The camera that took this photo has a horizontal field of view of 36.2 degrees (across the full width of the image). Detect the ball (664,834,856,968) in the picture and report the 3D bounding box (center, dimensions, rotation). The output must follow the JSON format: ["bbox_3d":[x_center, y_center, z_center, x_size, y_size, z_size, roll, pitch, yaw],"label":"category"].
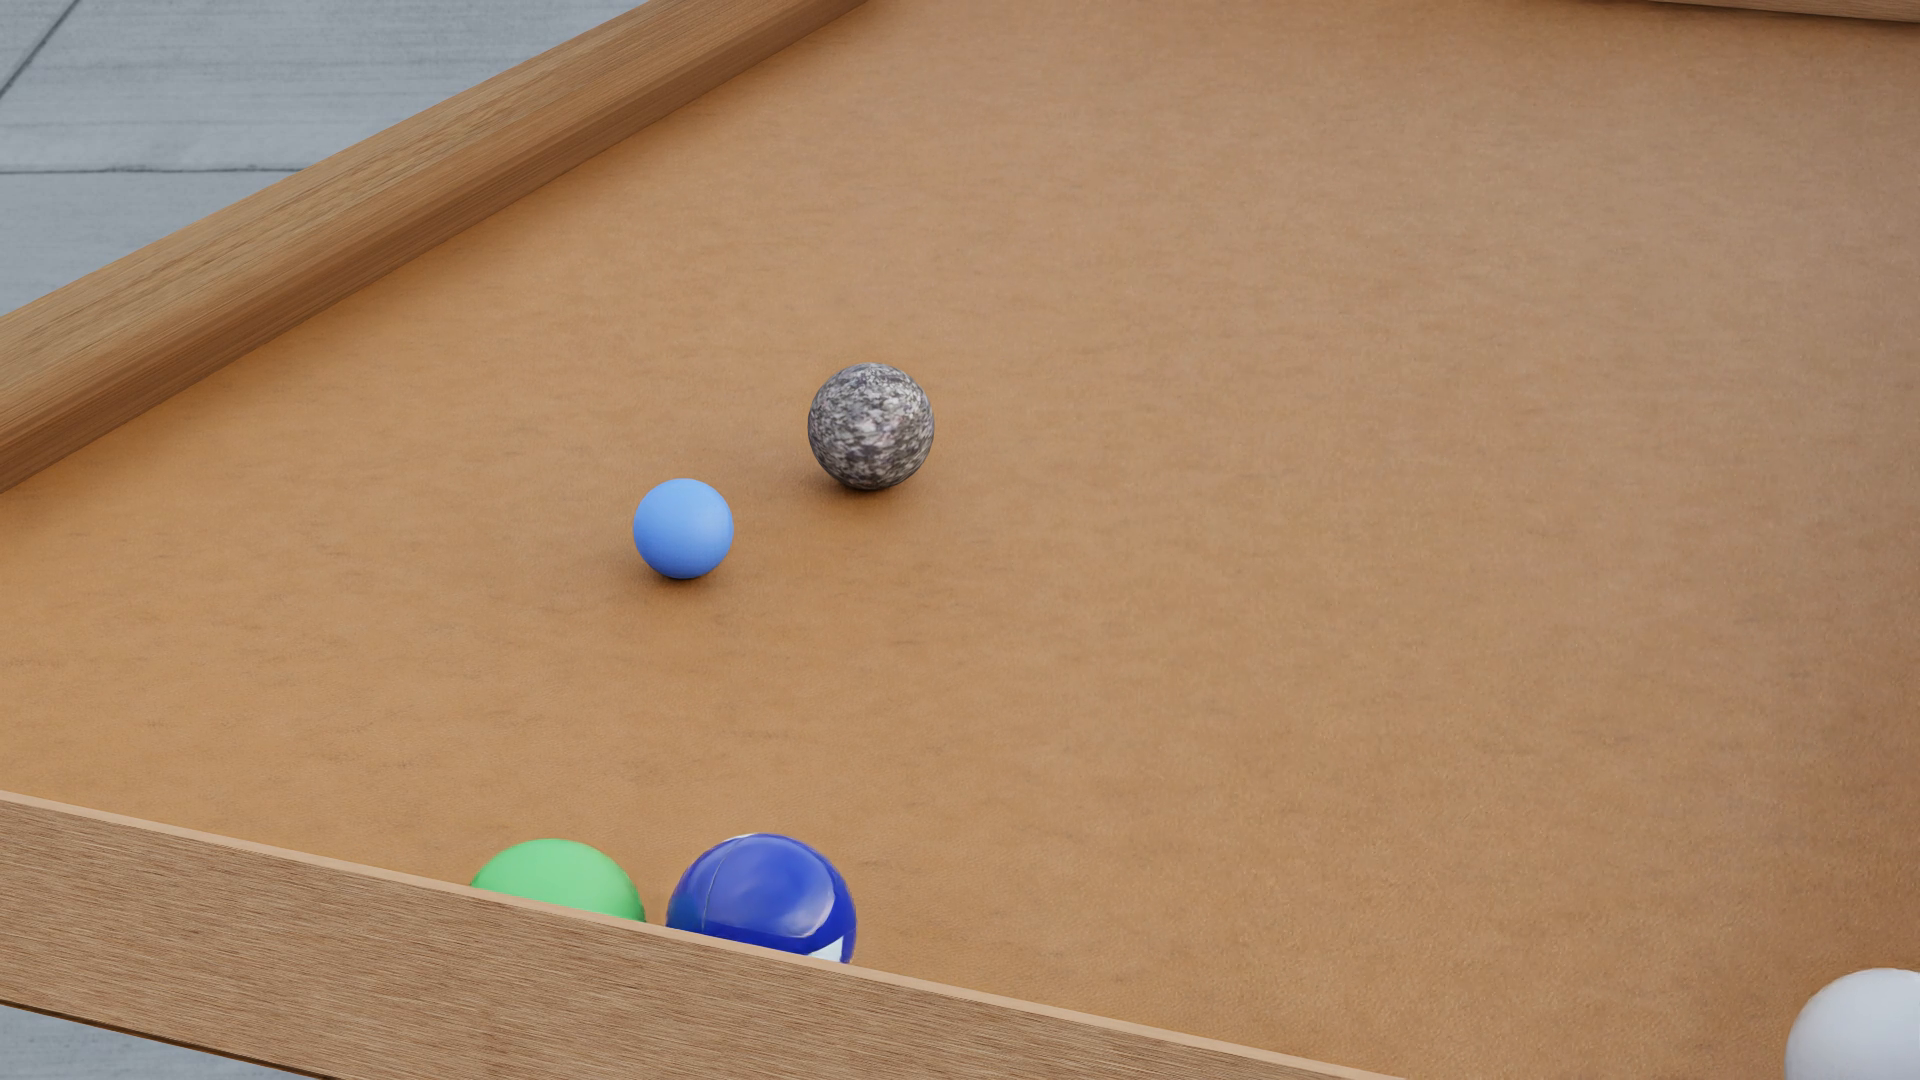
[{"bbox_3d":[-0.101,0.197,1.494,0.097,0.097,0.097,0,24,0],"label":"ball"}]

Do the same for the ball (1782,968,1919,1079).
[{"bbox_3d":[0.435,0.249,1.377,0.096,0.096,0.096,0,24,0],"label":"ball"}]

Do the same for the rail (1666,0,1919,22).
[{"bbox_3d":[0.674,-0.726,3.568,1.445,0.126,0.045,9,25,19],"label":"rail"}]

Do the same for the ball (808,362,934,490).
[{"bbox_3d":[-0.065,-0.083,2.140,0.093,0.093,0.093,0,24,0],"label":"ball"}]

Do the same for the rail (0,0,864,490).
[{"bbox_3d":[-0.426,-0.356,2.721,0.045,0.126,2.557,9,25,19],"label":"rail"}]

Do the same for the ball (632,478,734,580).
[{"bbox_3d":[-0.188,-0.008,1.998,0.068,0.068,0.068,0,24,0],"label":"ball"}]

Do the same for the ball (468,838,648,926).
[{"bbox_3d":[-0.207,0.200,1.489,0.097,0.097,0.097,0,24,0],"label":"ball"}]

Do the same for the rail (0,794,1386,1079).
[{"bbox_3d":[-0.219,0.213,1.419,1.445,0.126,0.045,9,25,19],"label":"rail"}]
